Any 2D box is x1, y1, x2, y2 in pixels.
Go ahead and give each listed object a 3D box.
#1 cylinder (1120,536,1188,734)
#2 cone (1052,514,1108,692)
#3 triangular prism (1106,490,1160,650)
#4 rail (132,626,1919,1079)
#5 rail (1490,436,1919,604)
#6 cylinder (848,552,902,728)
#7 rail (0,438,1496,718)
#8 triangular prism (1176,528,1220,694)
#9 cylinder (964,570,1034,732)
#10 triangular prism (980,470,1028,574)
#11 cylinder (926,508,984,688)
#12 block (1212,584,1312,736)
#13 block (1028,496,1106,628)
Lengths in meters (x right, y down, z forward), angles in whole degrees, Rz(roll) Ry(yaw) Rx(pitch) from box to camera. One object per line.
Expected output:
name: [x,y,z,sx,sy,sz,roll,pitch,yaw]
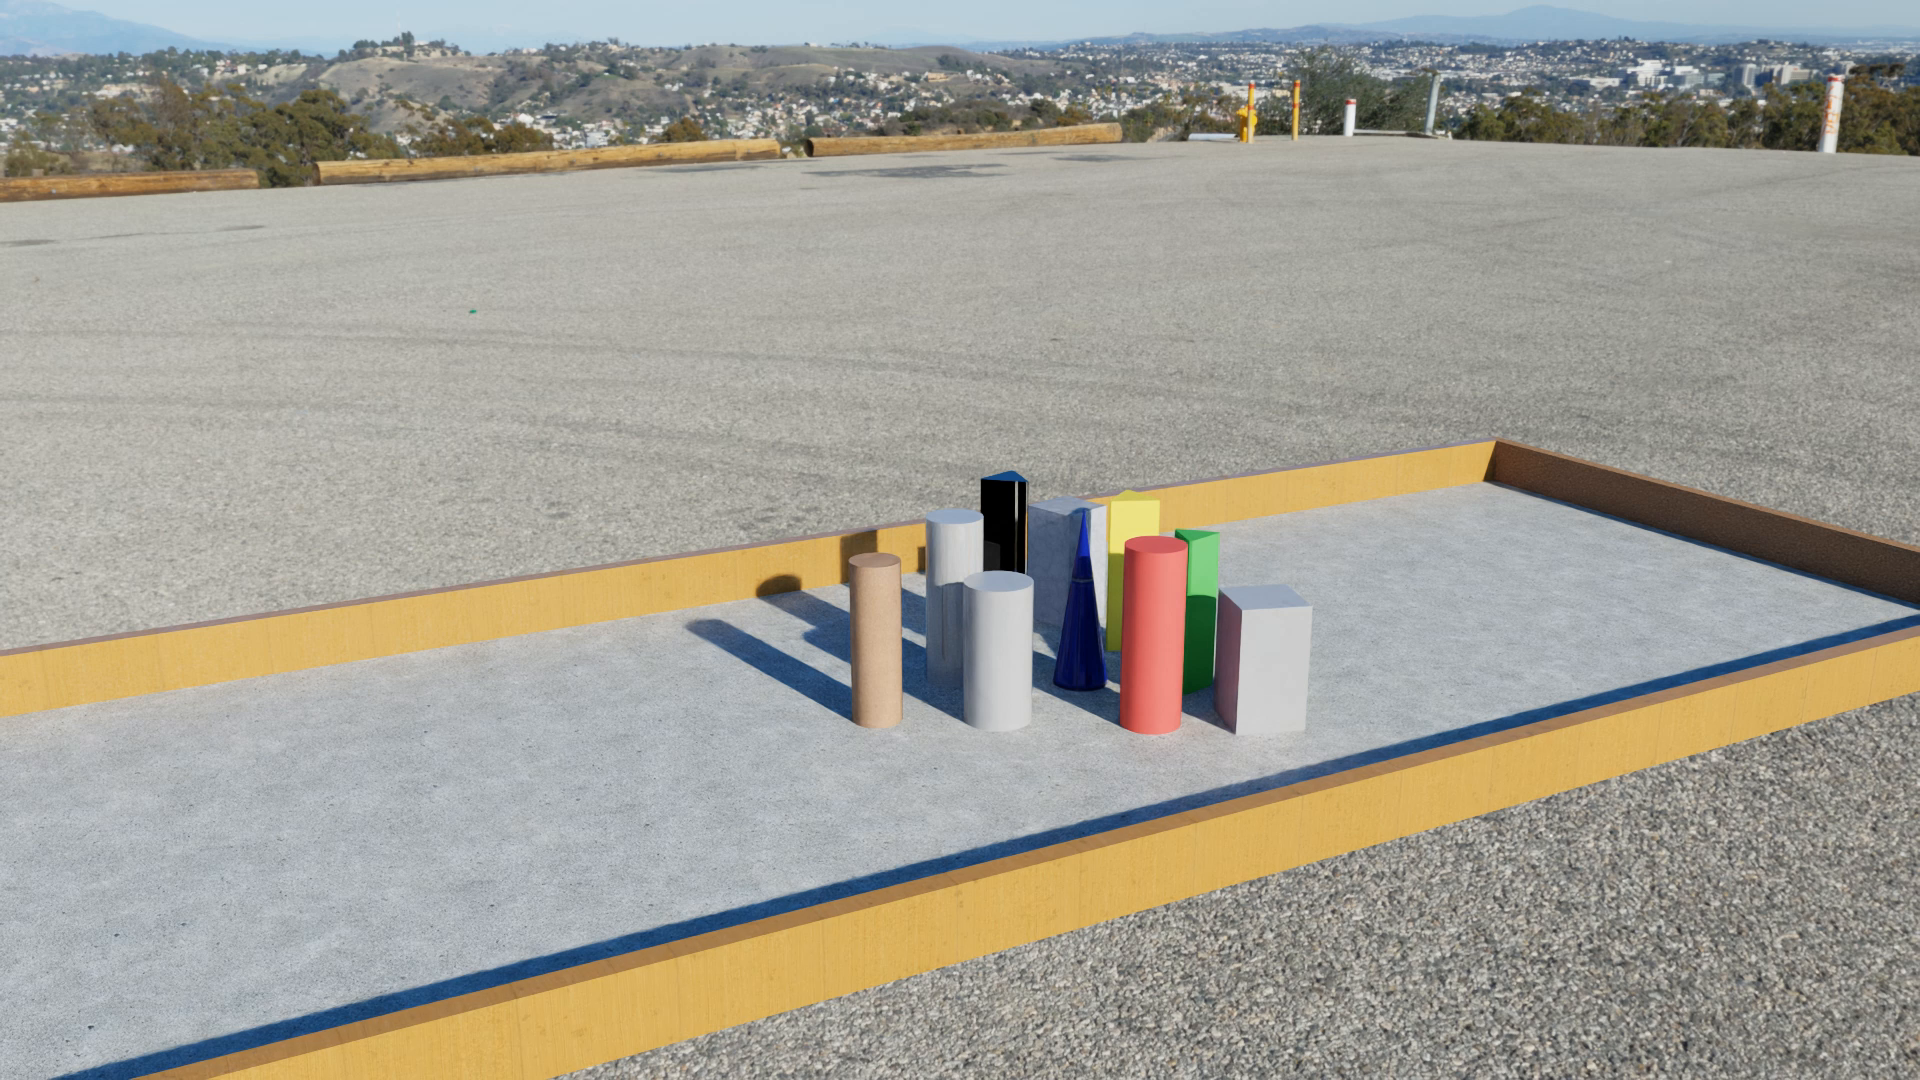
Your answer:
cylinder: [0.448,0.220,3.827,0.144,0.439,0.144,0,16,0]
cone: [0.302,0.138,4.080,0.138,0.455,0.138,0,16,0]
triangular prism: [0.447,0.079,4.359,0.129,0.409,0.112,-1,16,-4]
rail: [-2.336,1.006,1.665,12.000,0.150,0.050,-9,18,-27]
rail: [2.466,-0.048,5.253,0.050,0.150,2.100,-9,18,-27]
cylinder: [-0.196,0.235,3.858,0.121,0.393,0.121,0,16,0]
rail: [-3.305,0.497,3.399,12.000,0.150,0.050,-9,18,-27]
triangular prism: [0.561,0.172,4.069,0.108,0.395,0.094,-15,22,-41]
cylinder: [0.089,0.259,3.869,0.164,0.341,0.164,0,16,0]
triangular prism: [0.126,0.052,4.365,0.124,0.459,0.107,4,17,13]
cylinder: [-0.014,0.145,4.107,0.143,0.425,0.143,0,16,0]
block: [0.707,0.278,3.868,0.168,0.305,0.168,-3,17,-10]
block: [0.295,0.059,4.580,0.153,0.323,0.153,-15,22,-42]
